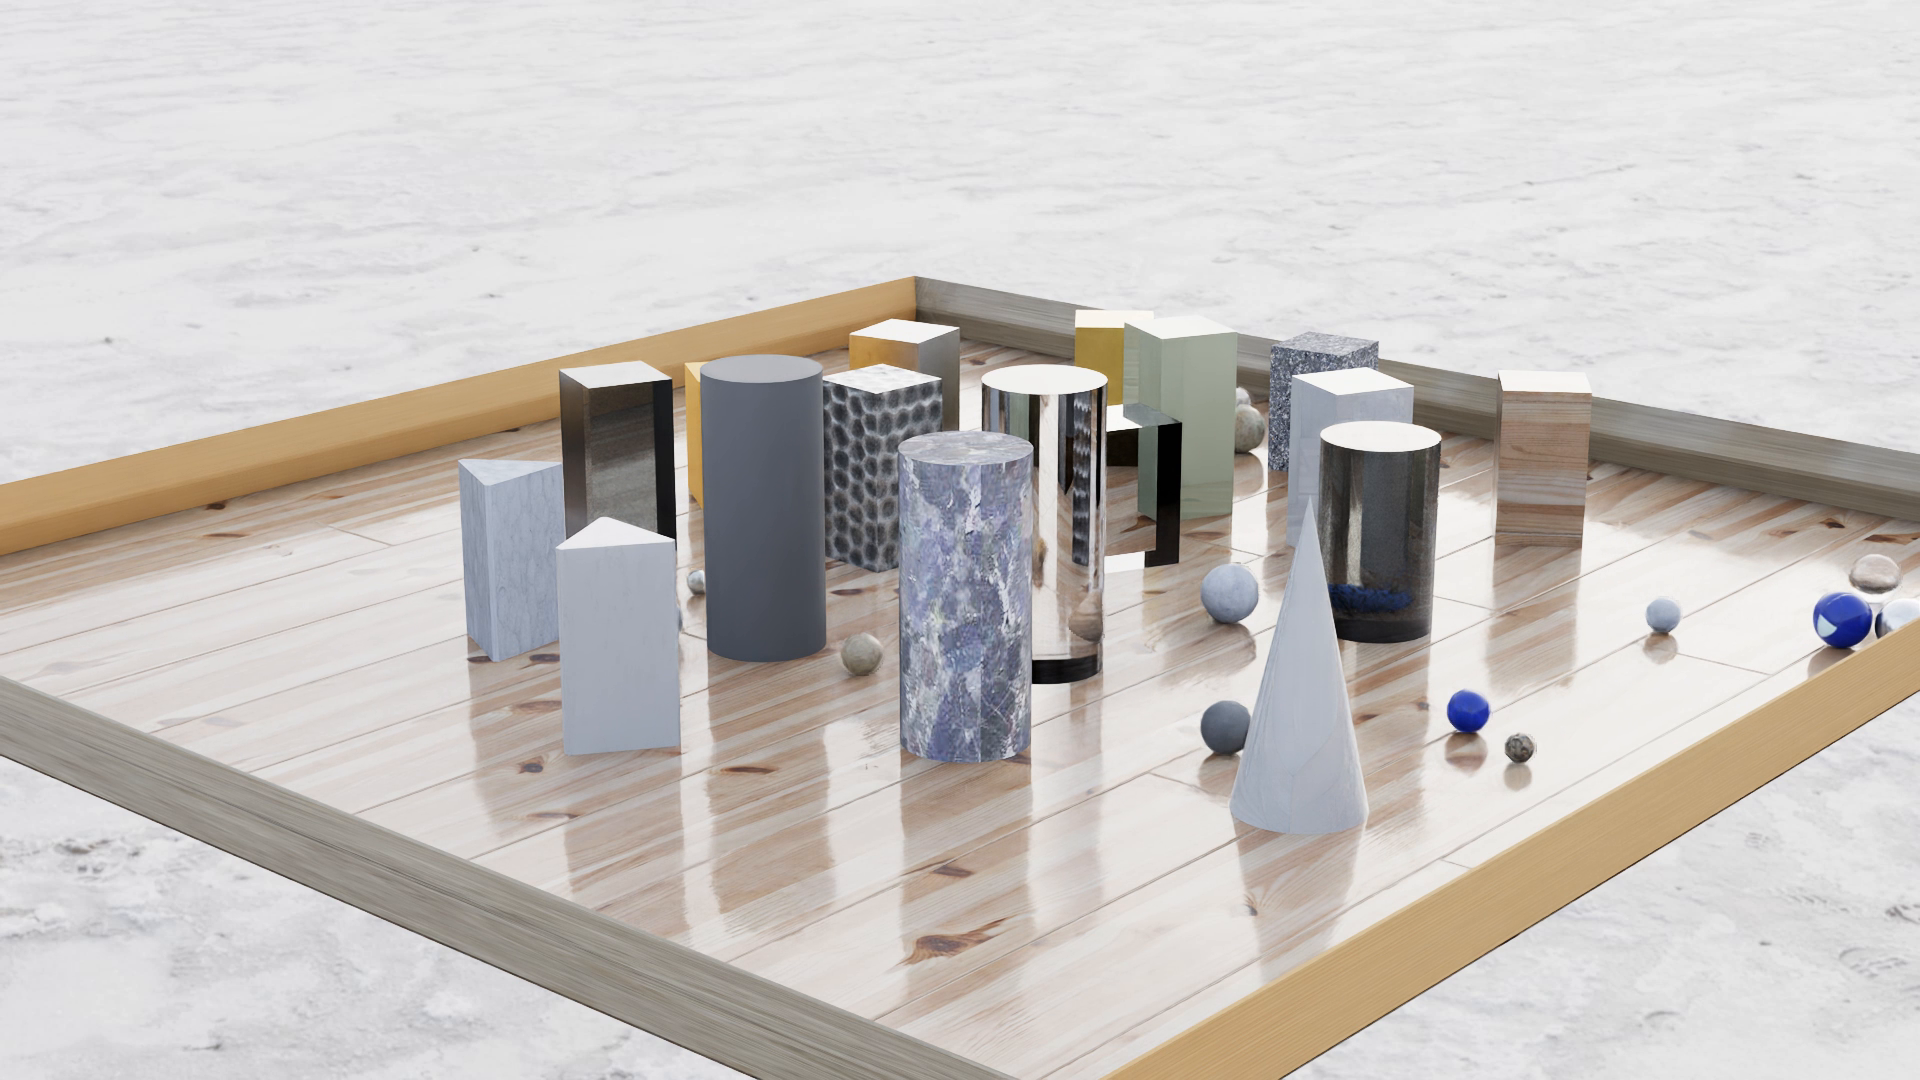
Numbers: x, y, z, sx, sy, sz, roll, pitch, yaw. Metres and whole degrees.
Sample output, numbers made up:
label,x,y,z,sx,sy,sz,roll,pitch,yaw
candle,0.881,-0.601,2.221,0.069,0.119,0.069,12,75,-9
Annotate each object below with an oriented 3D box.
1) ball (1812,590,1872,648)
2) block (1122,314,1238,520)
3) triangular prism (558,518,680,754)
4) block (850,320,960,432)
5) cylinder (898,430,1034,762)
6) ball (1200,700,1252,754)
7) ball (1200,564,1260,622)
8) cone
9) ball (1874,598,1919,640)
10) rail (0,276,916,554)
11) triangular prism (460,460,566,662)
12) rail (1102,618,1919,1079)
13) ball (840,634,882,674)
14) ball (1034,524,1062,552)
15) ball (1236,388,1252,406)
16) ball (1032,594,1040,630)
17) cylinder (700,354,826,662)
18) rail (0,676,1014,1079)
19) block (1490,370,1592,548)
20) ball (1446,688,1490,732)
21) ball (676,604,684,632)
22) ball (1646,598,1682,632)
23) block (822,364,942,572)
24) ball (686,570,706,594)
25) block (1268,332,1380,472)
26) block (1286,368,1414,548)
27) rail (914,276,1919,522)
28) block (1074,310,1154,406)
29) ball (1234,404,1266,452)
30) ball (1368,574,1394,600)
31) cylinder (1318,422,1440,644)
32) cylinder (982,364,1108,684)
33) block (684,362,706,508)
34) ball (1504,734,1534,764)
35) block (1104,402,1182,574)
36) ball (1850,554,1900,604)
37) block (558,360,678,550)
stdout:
label,x,y,z,sx,sy,sz,roll,pitch,yaw
ball,1.461,0.130,4.855,0.097,0.097,0.097,0,17,0
block,0.418,-0.234,5.613,0.160,0.357,0.160,-7,18,-22
triangular prism,-0.524,0.140,4.432,0.173,0.322,0.150,-4,17,-13
block,-0.110,-0.273,5.851,0.160,0.295,0.160,10,19,29
cylinder,0.009,0.083,4.385,0.199,0.458,0.199,0,17,0
ball,0.399,0.280,4.385,0.082,0.082,0.082,0,17,0
ball,0.459,0.091,4.981,0.100,0.100,0.100,0,17,0
cone,0.484,0.159,4.120,0.199,0.465,0.199,0,17,0
ball,1.551,0.143,4.809,0.098,0.098,0.098,0,17,0
rail,-1.100,-0.243,6.034,0.045,0.130,3.072,14,22,39
triangular prism,-0.768,0.023,4.861,0.150,0.300,0.173,12,21,35
rail,1.100,0.308,4.205,0.045,0.130,3.072,14,22,39
ball,-0.159,0.184,4.729,0.067,0.067,0.067,0,17,0
ball,0.161,-0.003,5.380,0.051,0.051,0.051,0,17,0
ball,0.582,-0.287,6.268,0.080,0.080,0.080,0,17,0
ball,0.089,0.120,4.905,0.089,0.089,0.089,0,17,0
cylinder,-0.322,-0.054,4.819,0.199,0.469,0.199,0,17,0
rail,-0.991,0.362,4.026,2.961,0.130,0.045,14,22,39
block,1.078,-0.152,5.450,0.160,0.294,0.160,2,17,7
ball,0.776,0.261,4.474,0.067,0.067,0.067,0,17,0
ball,-0.496,0.133,4.896,0.069,0.069,0.069,0,17,0
ball,1.183,0.127,4.932,0.059,0.059,0.059,0,17,0
block,-0.145,-0.132,5.318,0.160,0.332,0.160,-15,23,-41
ball,-0.459,0.074,5.136,0.043,0.043,0.043,0,17,0
block,0.733,-0.273,5.919,0.160,0.255,0.160,11,20,33
block,0.710,-0.135,5.350,0.160,0.319,0.160,-7,18,-23
rail,0.991,-0.297,6.213,2.961,0.130,0.045,14,22,39
block,0.317,-0.322,6.048,0.160,0.275,0.160,1,17,3
ball,0.583,-0.230,6.050,0.098,0.098,0.098,0,17,0
ball,0.733,0.083,5.102,0.045,0.045,0.045,0,17,0
cylinder,0.701,-0.015,4.931,0.199,0.331,0.199,0,17,0
cylinder,0.134,-0.026,4.714,0.199,0.478,0.199,0,17,0
block,-0.441,-0.209,5.714,0.160,0.251,0.160,-4,17,-14
ball,0.830,0.309,4.353,0.044,0.044,0.044,0,17,0
block,0.292,-0.095,5.316,0.160,0.263,0.160,-7,18,-23
ball,1.586,0.067,5.084,0.086,0.086,0.086,0,17,0
block,-0.627,-0.146,5.378,0.160,0.325,0.160,-8,19,-26
